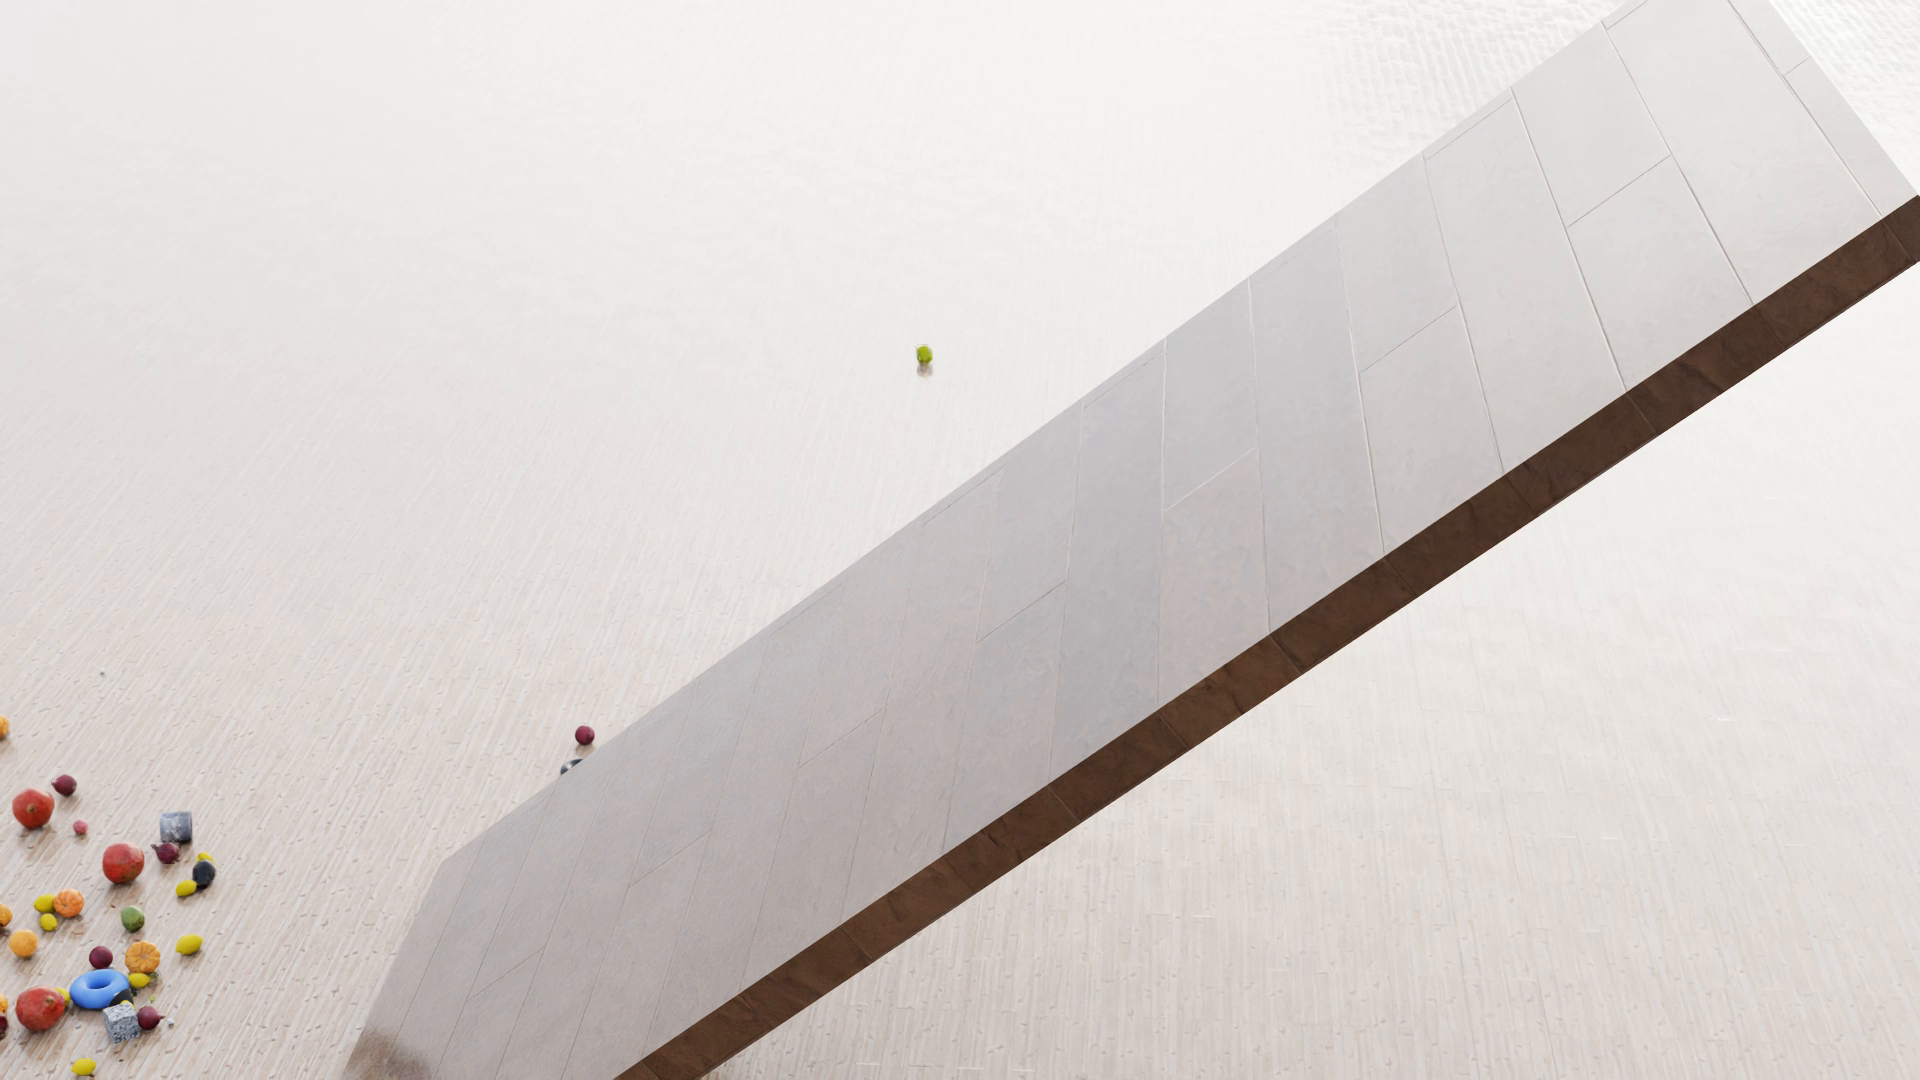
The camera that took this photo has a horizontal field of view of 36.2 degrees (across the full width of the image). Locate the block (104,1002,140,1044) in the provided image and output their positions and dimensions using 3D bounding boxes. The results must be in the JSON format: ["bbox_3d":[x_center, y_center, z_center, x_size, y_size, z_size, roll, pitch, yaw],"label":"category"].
[{"bbox_3d":[-2.058,1.185,7.220,0.064,0.064,0.064,-14,27,-30],"label":"block"}]

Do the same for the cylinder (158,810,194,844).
[{"bbox_3d":[-2.159,0.792,8.101,0.079,0.079,0.079,-15,26,-9],"label":"cylinder"}]

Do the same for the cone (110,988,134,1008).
[{"bbox_3d":[-2.069,1.162,7.314,0.065,0.065,0.065,41,39,18],"label":"cone"}]

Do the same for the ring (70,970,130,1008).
[{"bbox_3d":[-2.158,1.126,7.374,0.146,0.049,0.146,-1,22,0],"label":"ring"}]

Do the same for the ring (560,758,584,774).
[{"bbox_3d":[-1.090,0.663,8.447,0.117,0.039,0.117,1,23,0],"label":"ring"}]

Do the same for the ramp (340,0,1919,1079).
[{"bbox_3d":[0.122,0.184,6.338,4.000,0.100,2.000,-36,16,18],"label":"ramp"}]
